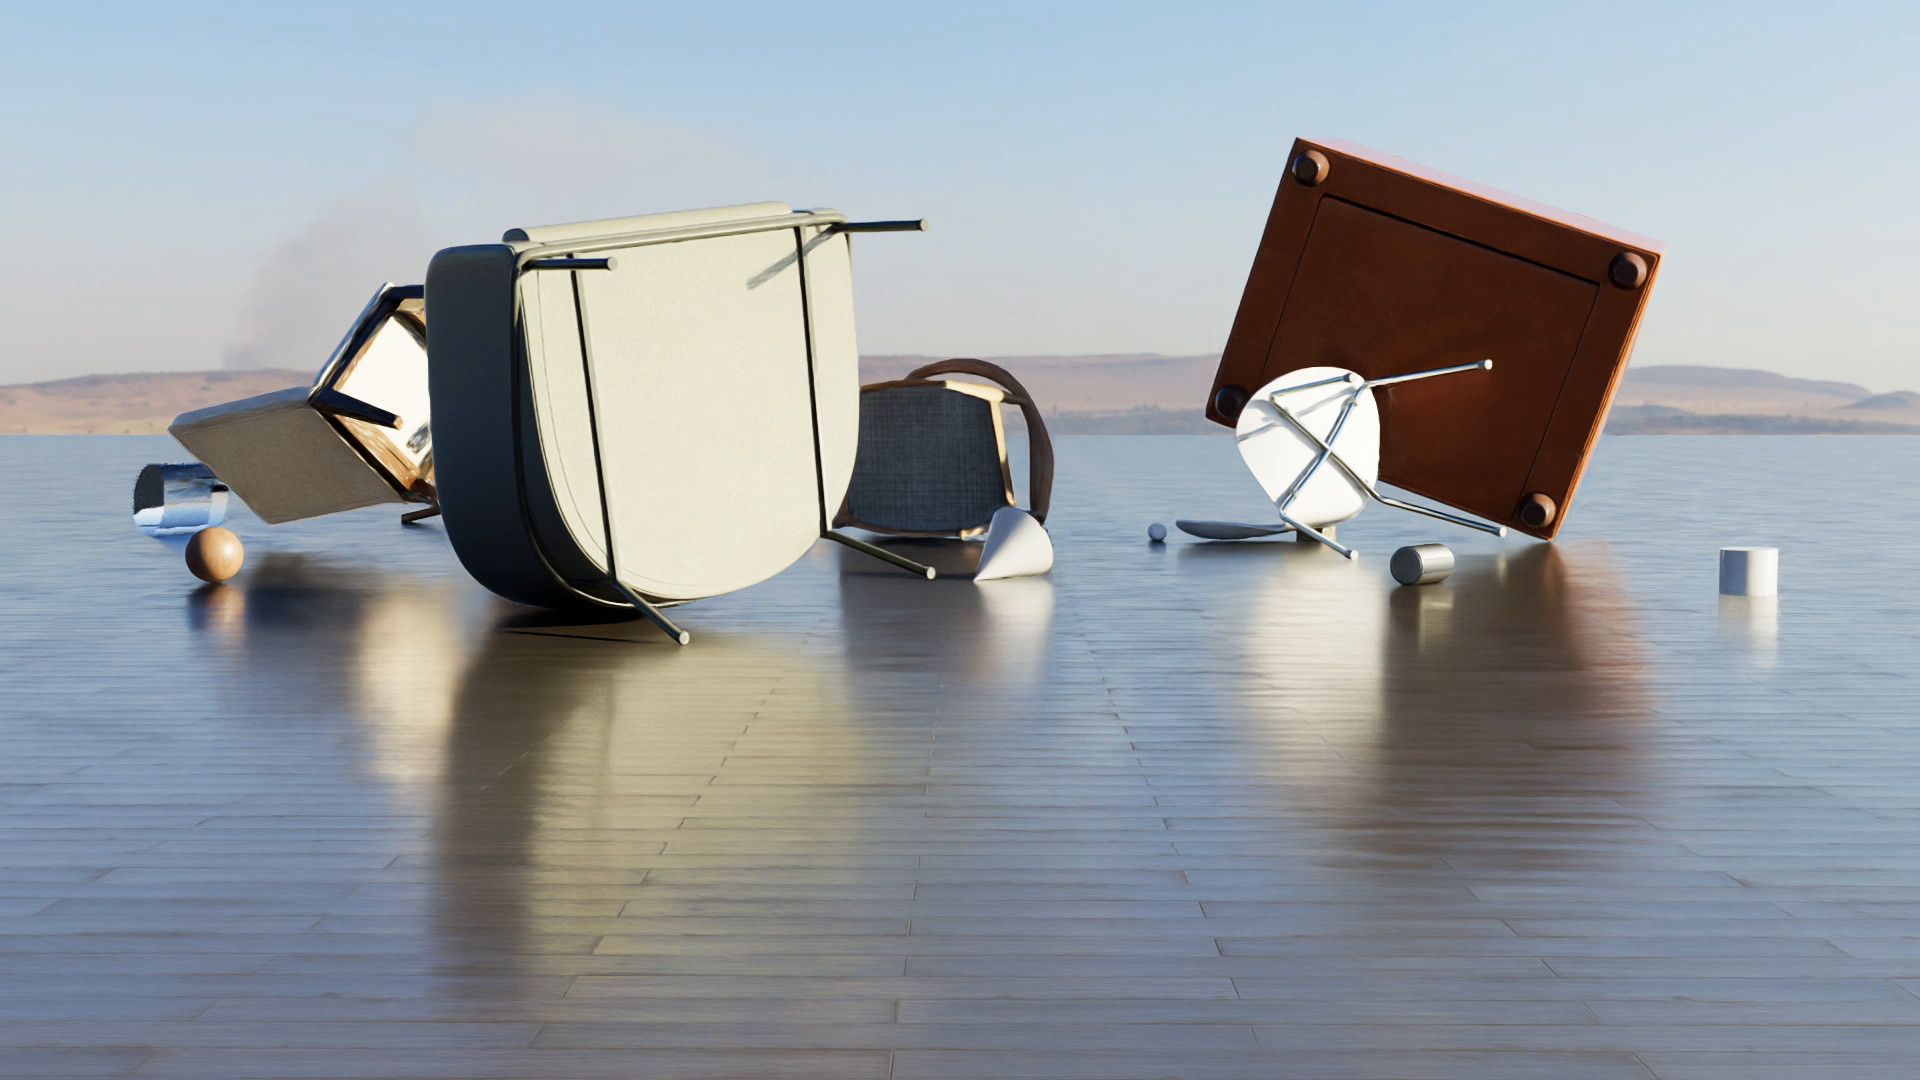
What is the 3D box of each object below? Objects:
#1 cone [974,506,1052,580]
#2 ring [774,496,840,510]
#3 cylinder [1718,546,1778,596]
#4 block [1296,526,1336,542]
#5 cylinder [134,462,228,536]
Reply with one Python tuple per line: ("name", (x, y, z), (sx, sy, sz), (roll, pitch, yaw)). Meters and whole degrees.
("cone", (0.090, 0.049, 5.211), (0.186, 0.192, 0.184), (23, 45, 33))
("ring", (-0.579, -0.141, 8.318), (0.217, 0.039, 0.281), (5, 6, 44))
("cylinder", (1.732, 0.068, 4.830), (0.137, 0.099, 0.100), (-2, 4, -24))
("block", (1.054, -0.019, 6.513), (0.083, 0.041, 0.091), (3, 5, 33))
("cylinder", (-2.415, -0.129, 6.817), (0.135, 0.223, 0.248), (15, 10, 27))
